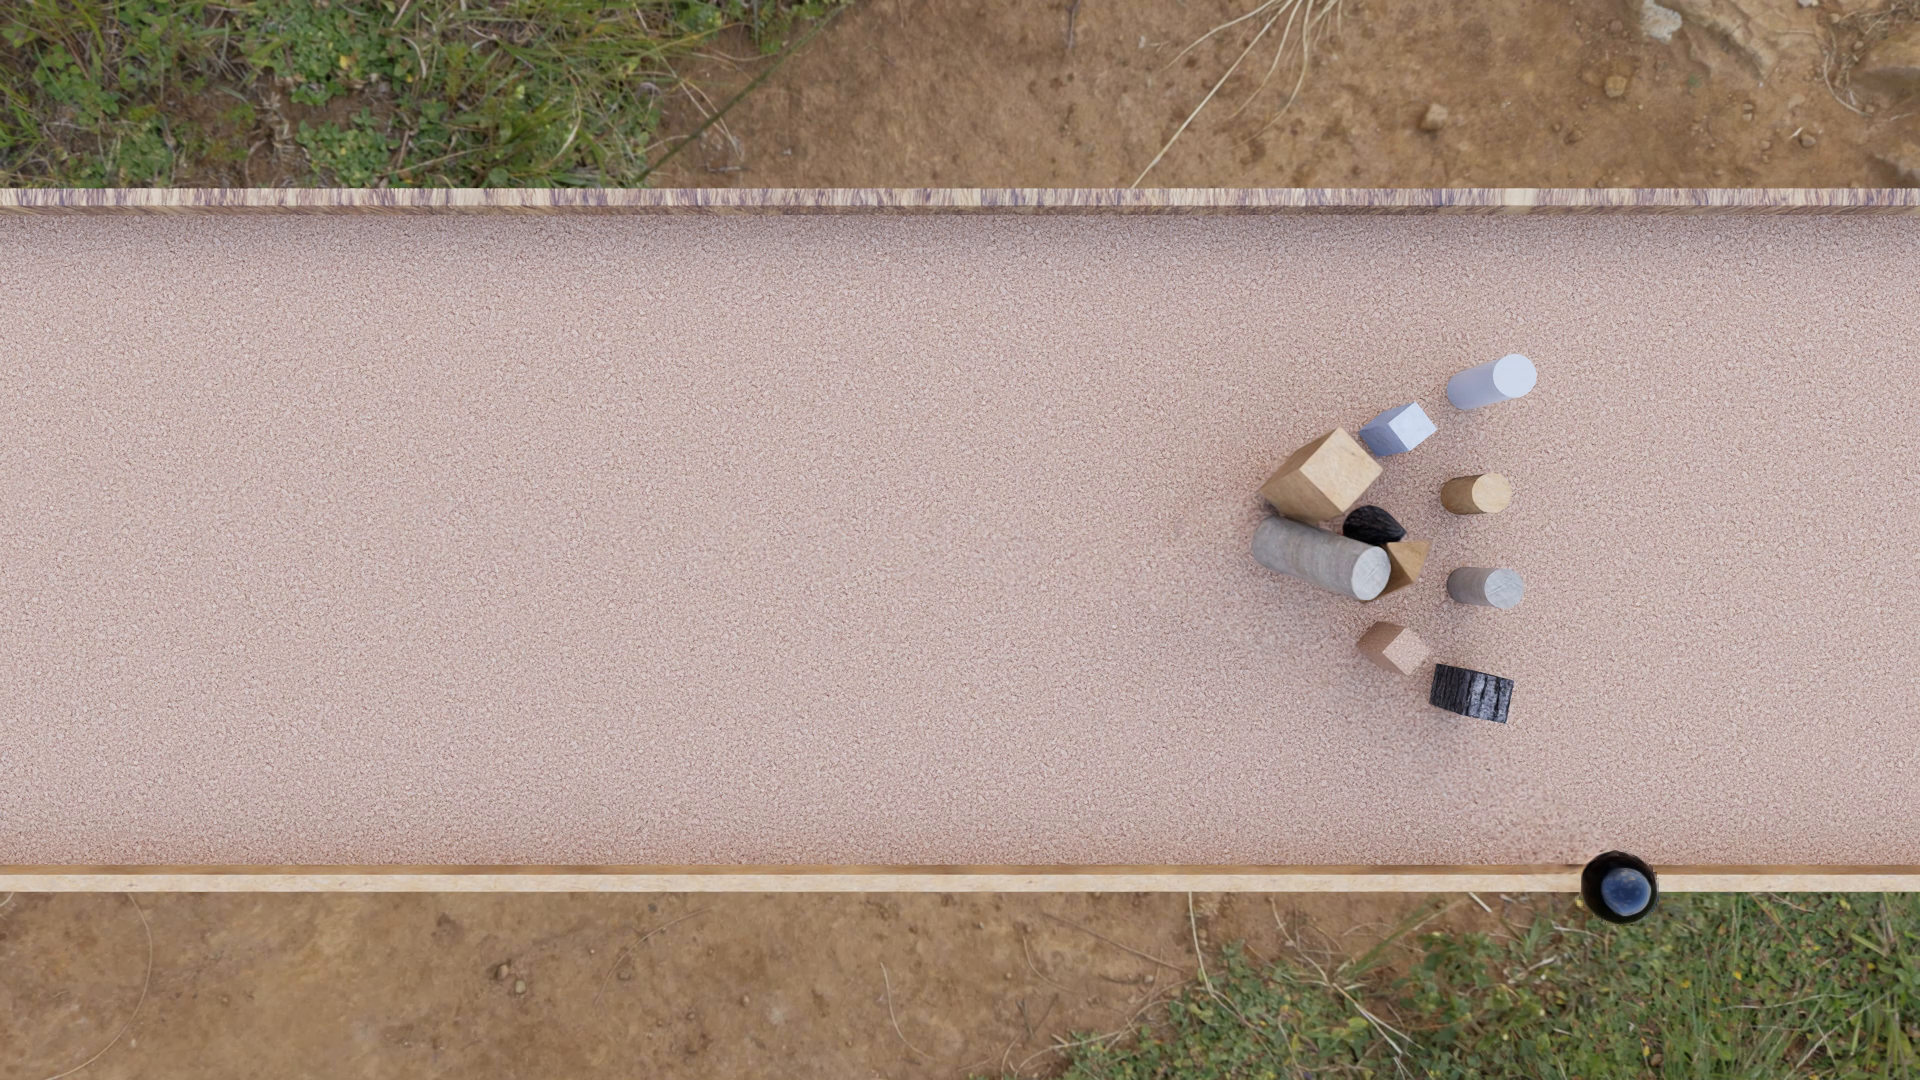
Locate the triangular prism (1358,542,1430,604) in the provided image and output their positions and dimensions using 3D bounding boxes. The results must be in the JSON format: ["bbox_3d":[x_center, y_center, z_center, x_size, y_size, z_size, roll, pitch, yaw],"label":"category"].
[{"bbox_3d":[1.271,0.073,4.888,0.116,0.360,0.134,-33,85,-15],"label":"triangular prism"}]

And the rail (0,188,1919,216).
[{"bbox_3d":[-2.247,-1.025,5.002,12.000,0.150,0.050,0,90,0],"label":"rail"}]

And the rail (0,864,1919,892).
[{"bbox_3d":[-2.247,1.025,5.001,12.000,0.150,0.050,0,90,0],"label":"rail"}]

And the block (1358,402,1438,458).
[{"bbox_3d":[1.294,-0.325,4.896,0.101,0.361,0.101,-38,90,0],"label":"block"}]

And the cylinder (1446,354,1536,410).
[{"bbox_3d":[1.559,-0.461,4.855,0.122,0.443,0.122,0,90,0],"label":"cylinder"}]

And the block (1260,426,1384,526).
[{"bbox_3d":[1.060,-0.177,4.873,0.176,0.383,0.176,45,80,0],"label":"block"}]

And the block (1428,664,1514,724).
[{"bbox_3d":[1.517,0.453,4.905,0.127,0.344,0.127,11,90,0],"label":"block"}]

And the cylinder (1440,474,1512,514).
[{"bbox_3d":[1.537,-0.136,4.921,0.115,0.310,0.115,0,90,0],"label":"cylinder"}]

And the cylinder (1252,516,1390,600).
[{"bbox_3d":[1.060,0.048,4.867,0.158,0.407,0.158,-11,110,-32],"label":"cylinder"}]

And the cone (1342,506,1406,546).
[{"bbox_3d":[1.261,-0.022,4.863,0.169,0.427,0.169,0,90,0],"label":"cone"}]

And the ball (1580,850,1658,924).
[{"bbox_3d":[1.919,1.012,4.807,0.210,0.210,0.210,0,90,0],"label":"ball"}]

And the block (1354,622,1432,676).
[{"bbox_3d":[1.286,0.321,4.911,0.101,0.332,0.101,43,90,0],"label":"block"}]

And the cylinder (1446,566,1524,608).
[{"bbox_3d":[1.555,0.139,4.893,0.114,0.367,0.114,0,90,0],"label":"cylinder"}]
